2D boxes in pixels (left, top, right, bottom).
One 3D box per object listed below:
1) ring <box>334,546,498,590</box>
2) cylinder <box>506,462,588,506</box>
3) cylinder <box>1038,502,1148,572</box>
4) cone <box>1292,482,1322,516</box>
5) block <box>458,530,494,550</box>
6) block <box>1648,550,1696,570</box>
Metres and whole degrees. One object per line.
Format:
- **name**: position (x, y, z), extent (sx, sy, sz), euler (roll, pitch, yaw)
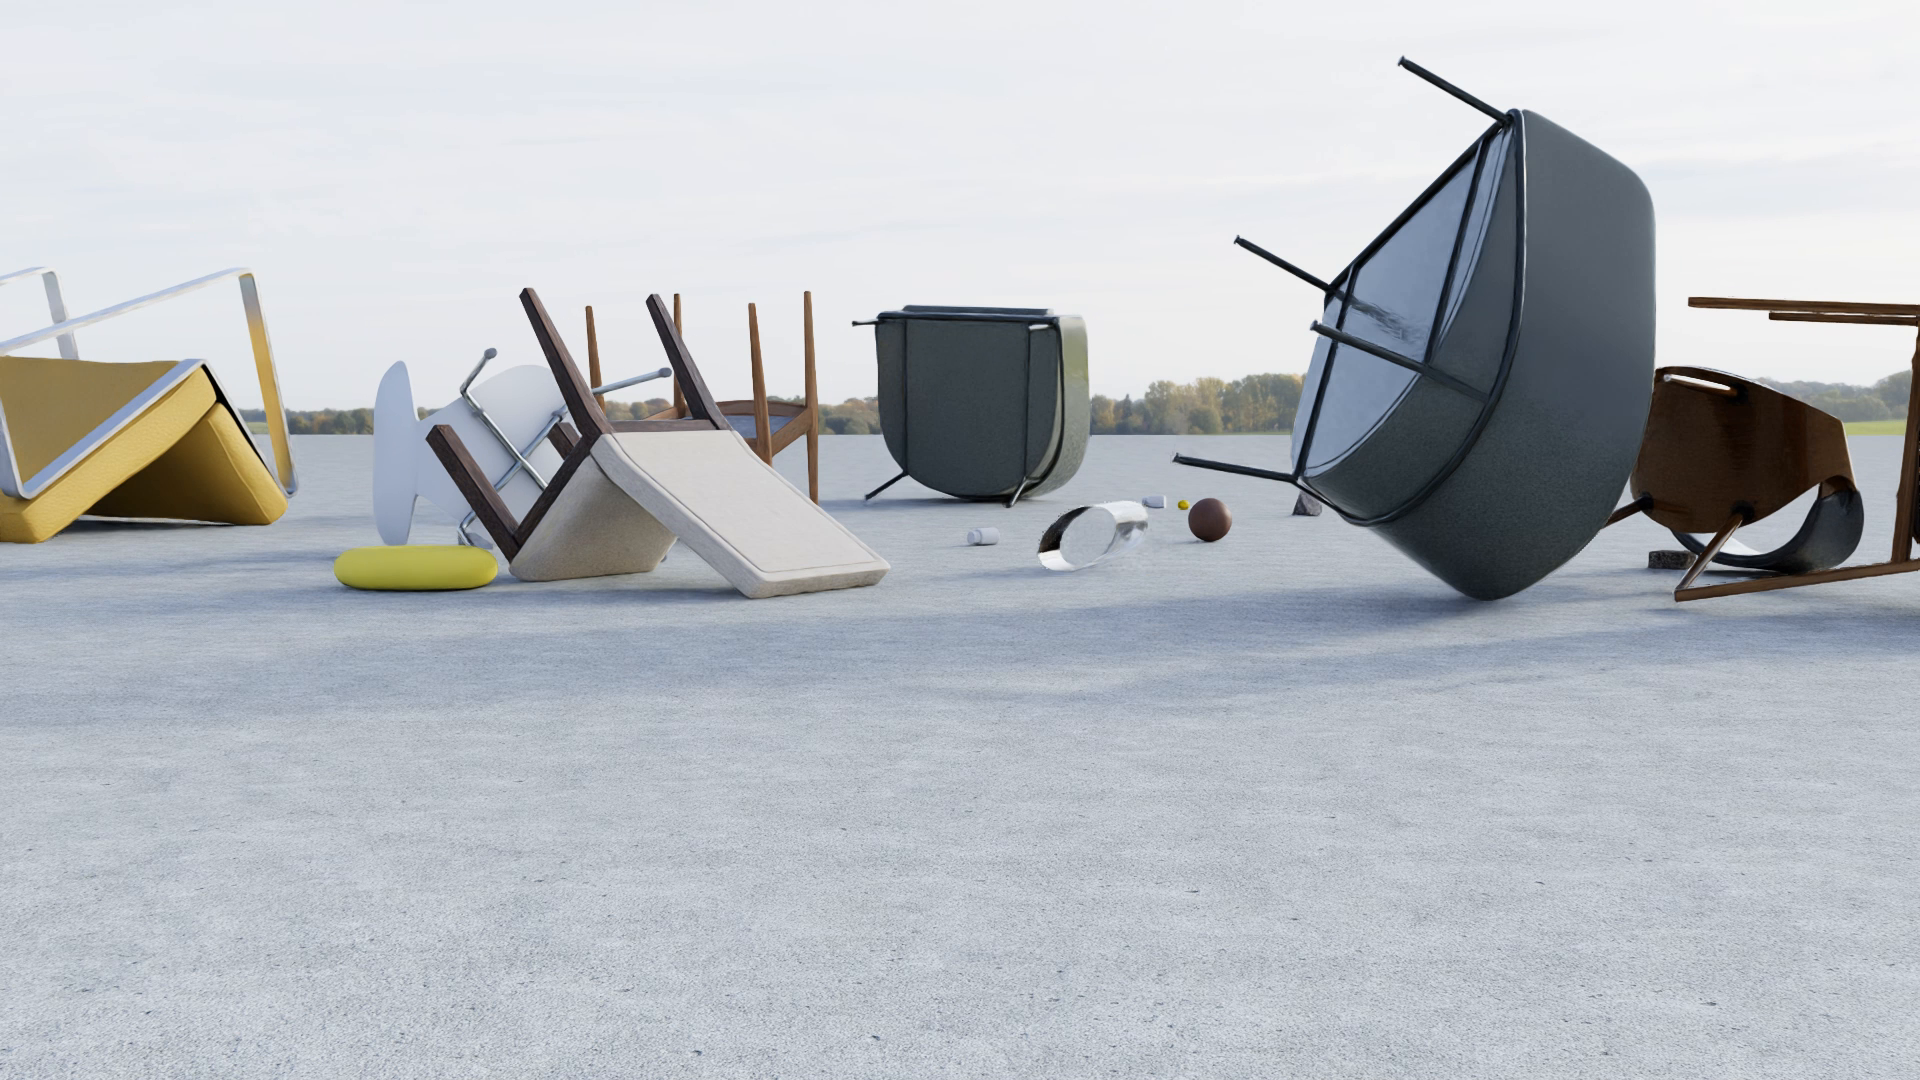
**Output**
- **ring**: position (-1.231, 0.062, 4.976), extent (0.379, 0.092, 0.271), euler (0, 3, 10)
- **cylinder**: position (-1.615, -0.220, 8.602), extent (0.298, 0.157, 0.318), euler (3, 5, 33)
- **cylinder**: position (0.336, -0.011, 5.512), extent (0.223, 0.135, 0.248), euler (-32, -9, 22)
- **cone**: position (1.217, -0.118, 7.830), extent (0.081, 0.135, 0.127), euler (-2, -24, -28)
- **block**: position (-1.361, 0.001, 6.178), extent (0.094, 0.048, 0.066), euler (-1, 4, -13)
- **block**: position (1.789, 0.050, 5.521), extent (0.091, 0.041, 0.083), euler (3, 5, 40)
